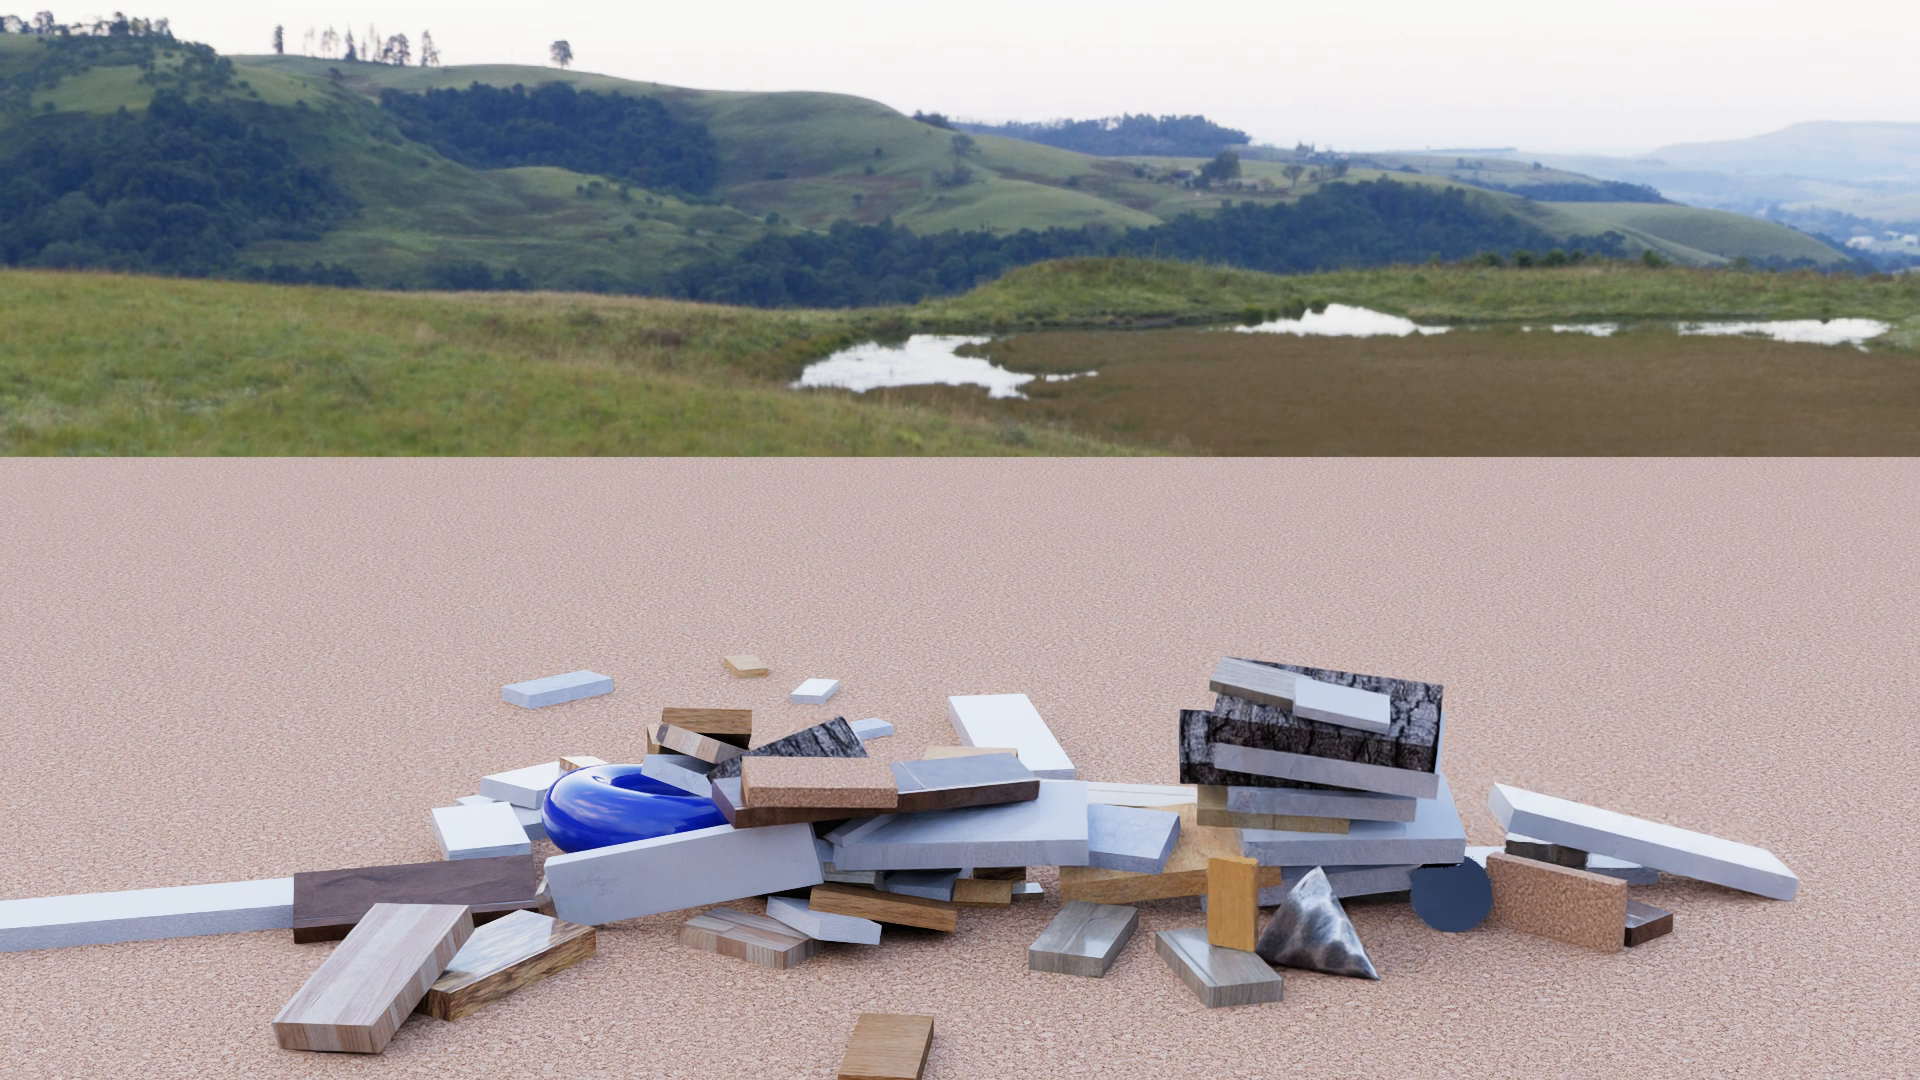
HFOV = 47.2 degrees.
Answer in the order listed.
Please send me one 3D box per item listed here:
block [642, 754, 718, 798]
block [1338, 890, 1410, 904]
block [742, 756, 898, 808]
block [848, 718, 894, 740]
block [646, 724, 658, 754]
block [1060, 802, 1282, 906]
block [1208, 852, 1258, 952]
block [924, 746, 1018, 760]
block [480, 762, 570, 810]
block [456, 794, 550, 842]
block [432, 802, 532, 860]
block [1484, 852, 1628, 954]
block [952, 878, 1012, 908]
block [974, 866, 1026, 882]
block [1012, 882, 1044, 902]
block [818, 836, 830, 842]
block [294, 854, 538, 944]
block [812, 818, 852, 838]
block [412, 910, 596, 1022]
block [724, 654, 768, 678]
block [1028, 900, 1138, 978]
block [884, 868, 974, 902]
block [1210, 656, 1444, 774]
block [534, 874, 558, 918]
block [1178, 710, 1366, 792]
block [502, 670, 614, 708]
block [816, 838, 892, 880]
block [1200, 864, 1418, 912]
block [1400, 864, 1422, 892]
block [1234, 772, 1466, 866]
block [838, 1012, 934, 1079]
[{"bbox_3d":[-0.415,0.415,3.766,0.245,0.035,0.122,14,3,36],"label":"block"},{"bbox_3d":[0.658,0.575,3.680,0.182,0.026,0.091,2,11,9],"label":"block"},{"bbox_3d":[-0.221,0.379,3.442,0.232,0.033,0.116,2,18,-11],"label":"block"},{"bbox_3d":[-0.218,0.402,4.626,0.142,0.020,0.071,-8,13,-36],"label":"block"},{"bbox_3d":[-0.606,0.421,4.377,0.021,0.074,0.148,-2,11,-12],"label":"block"},{"bbox_3d":[0.340,0.510,3.609,0.353,0.050,0.176,-7,30,5],"label":"block"},{"bbox_3d":[0.412,0.546,3.317,0.073,0.146,0.021,7,20,26],"label":"block"},{"bbox_3d":[0.007,0.444,3.943,0.167,0.047,0.335,1,12,6],"label":"block"},{"bbox_3d":[-0.781,0.461,4.145,0.122,0.035,0.245,10,5,23],"label":"block"},{"bbox_3d":[-0.828,0.507,4.030,0.111,0.031,0.221,-7,13,-34],"label":"block"},{"bbox_3d":[-0.828,0.511,3.797,0.135,0.038,0.269,-4,9,-19],"label":"block"},{"bbox_3d":[0.937,0.571,3.468,0.222,0.111,0.031,9,14,39],"label":"block"},{"bbox_3d":[0.038,0.581,3.617,0.095,0.013,0.047,1,42,7],"label":"block"},{"bbox_3d":[0.067,0.557,3.715,0.095,0.047,0.013,-5,12,-27],"label":"block"},{"bbox_3d":[0.088,0.586,3.654,0.095,0.013,0.047,-2,11,-9],"label":"block"},{"bbox_3d":[-0.179,0.508,4.022,0.227,0.032,0.113,-9,14,-39],"label":"block"},{"bbox_3d":[-0.871,0.574,3.525,0.376,0.035,0.122,-3,37,-14],"label":"block"},{"bbox_3d":[-0.201,0.428,3.539,0.073,0.021,0.146,19,34,38],"label":"block"},{"bbox_3d":[-0.709,0.636,3.303,0.155,0.044,0.310,7,12,31],"label":"block"},{"bbox_3d":[-0.504,0.298,5.187,0.071,0.020,0.142,-4,11,-20],"label":"block"},{"bbox_3d":[0.194,0.619,3.422,0.115,0.033,0.230,3,11,18],"label":"block"},{"bbox_3d":[-0.049,0.564,3.721,0.113,0.032,0.227,2,11,12],"label":"block"},{"bbox_3d":[0.576,0.271,3.443,0.343,0.049,0.171,7,31,11],"label":"block"},{"bbox_3d":[-0.663,0.580,3.575,0.015,0.053,0.106,-27,10,3],"label":"block"},{"bbox_3d":[0.499,0.336,3.518,0.293,0.041,0.146,2,30,4],"label":"block"},{"bbox_3d":[-0.905,0.336,4.953,0.221,0.031,0.111,-10,14,-43],"label":"block"},{"bbox_3d":[-0.228,0.545,3.703,0.227,0.032,0.113,10,16,13],"label":"block"},{"bbox_3d":[0.565,0.519,3.628,0.353,0.050,0.176,-7,30,4],"label":"block"},{"bbox_3d":[0.701,0.546,3.696,0.091,0.026,0.182,-9,14,-39],"label":"block"},{"bbox_3d":[0.623,0.451,3.561,0.353,0.050,0.176,-1,30,-1],"label":"block"},{"bbox_3d":[-0.099,0.700,2.995,0.104,0.029,0.207,1,11,6],"label":"block"}]
